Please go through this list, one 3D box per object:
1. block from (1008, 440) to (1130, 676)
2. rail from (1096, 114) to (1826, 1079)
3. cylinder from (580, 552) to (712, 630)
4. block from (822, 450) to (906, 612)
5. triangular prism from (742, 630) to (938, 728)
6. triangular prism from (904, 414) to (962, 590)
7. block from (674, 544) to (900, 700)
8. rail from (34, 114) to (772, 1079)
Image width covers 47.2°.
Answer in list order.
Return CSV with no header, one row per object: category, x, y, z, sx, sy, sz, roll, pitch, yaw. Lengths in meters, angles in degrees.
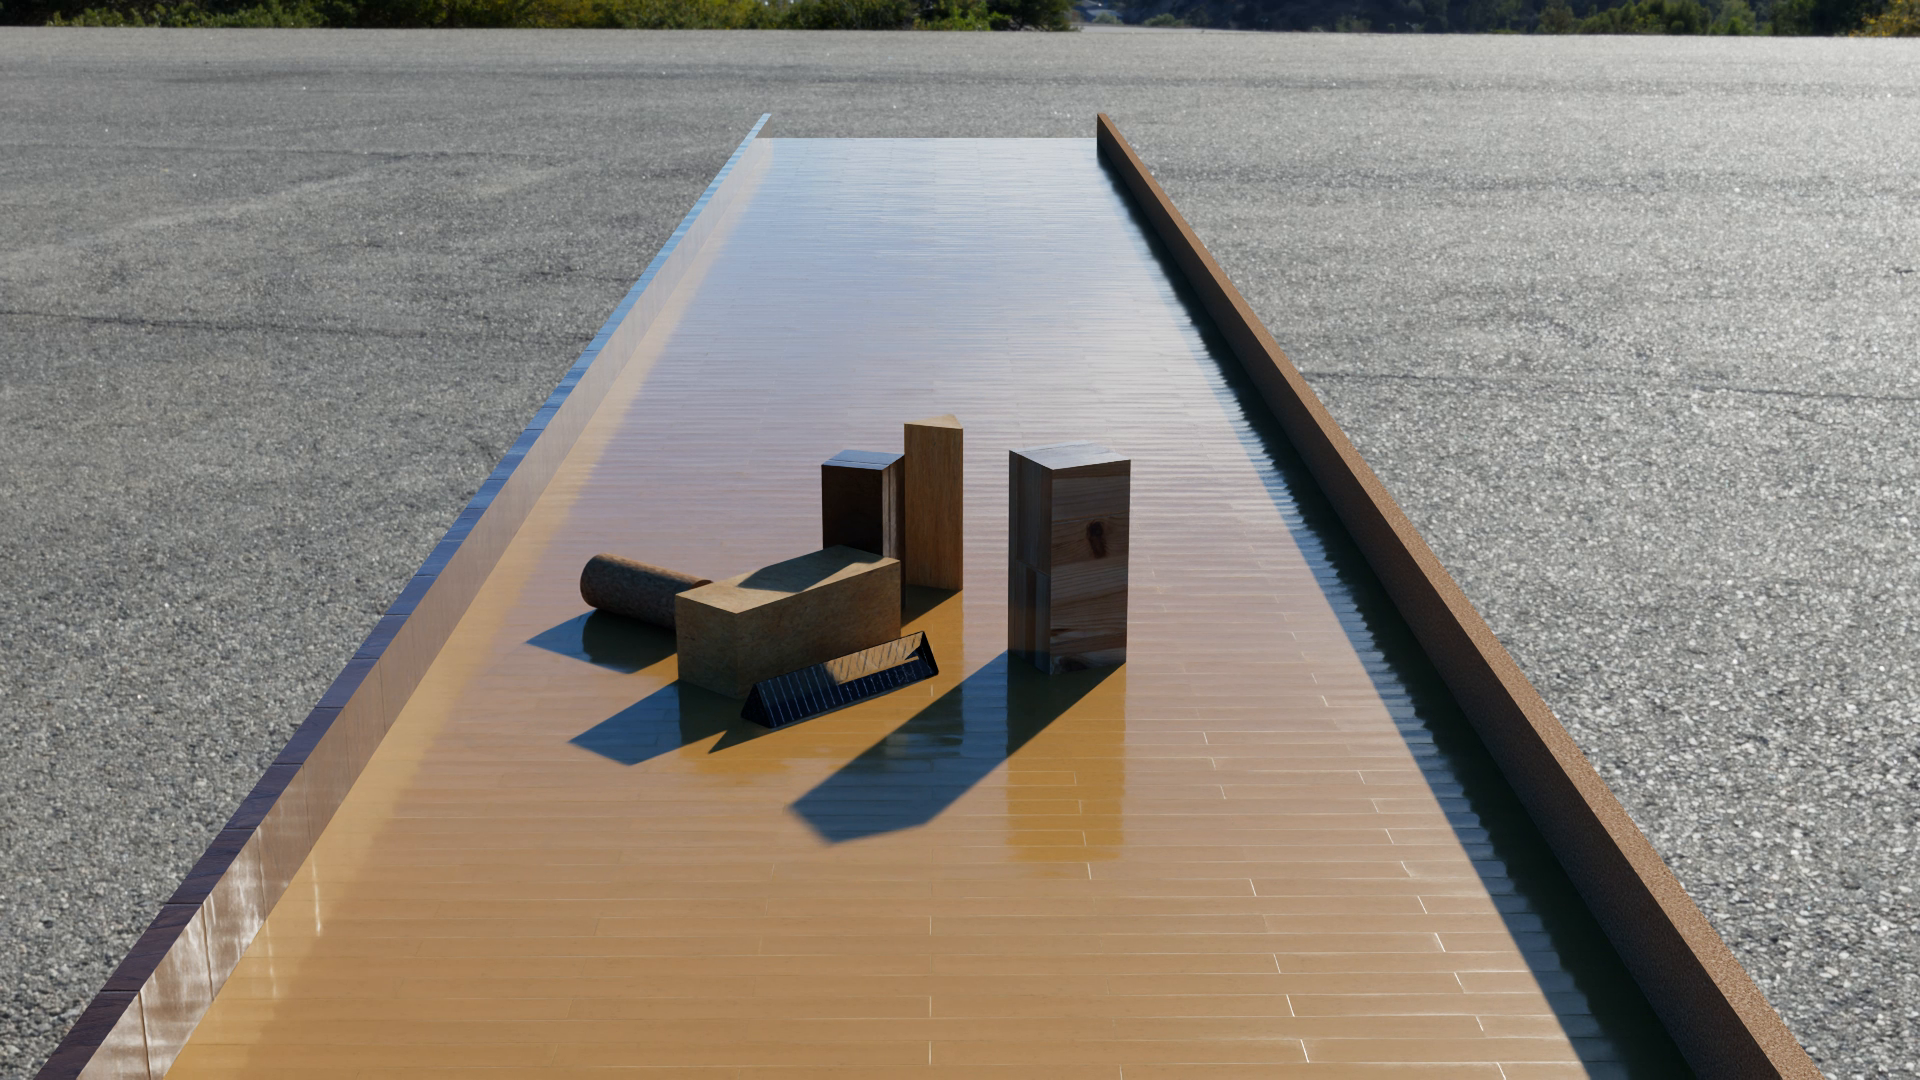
block,0.215,0.032,4.382,0.176,0.419,0.176,-8,18,-26
rail,0.932,-0.844,7.801,0.050,0.150,12.000,0,17,-1
cylinder,-0.653,0.113,4.635,0.303,0.120,0.120,13,21,37
block,-0.202,-0.006,4.651,0.135,0.340,0.135,5,17,18
triangular prism,-0.226,0.259,4.215,0.428,0.077,0.089,-16,23,-42
triangular prism,-0.038,-0.088,4.878,0.135,0.367,0.117,6,18,20
block,-0.337,0.157,4.392,0.174,0.174,0.453,14,22,40
rail,-1.118,-0.838,7.780,0.050,0.150,12.000,0,17,-1
